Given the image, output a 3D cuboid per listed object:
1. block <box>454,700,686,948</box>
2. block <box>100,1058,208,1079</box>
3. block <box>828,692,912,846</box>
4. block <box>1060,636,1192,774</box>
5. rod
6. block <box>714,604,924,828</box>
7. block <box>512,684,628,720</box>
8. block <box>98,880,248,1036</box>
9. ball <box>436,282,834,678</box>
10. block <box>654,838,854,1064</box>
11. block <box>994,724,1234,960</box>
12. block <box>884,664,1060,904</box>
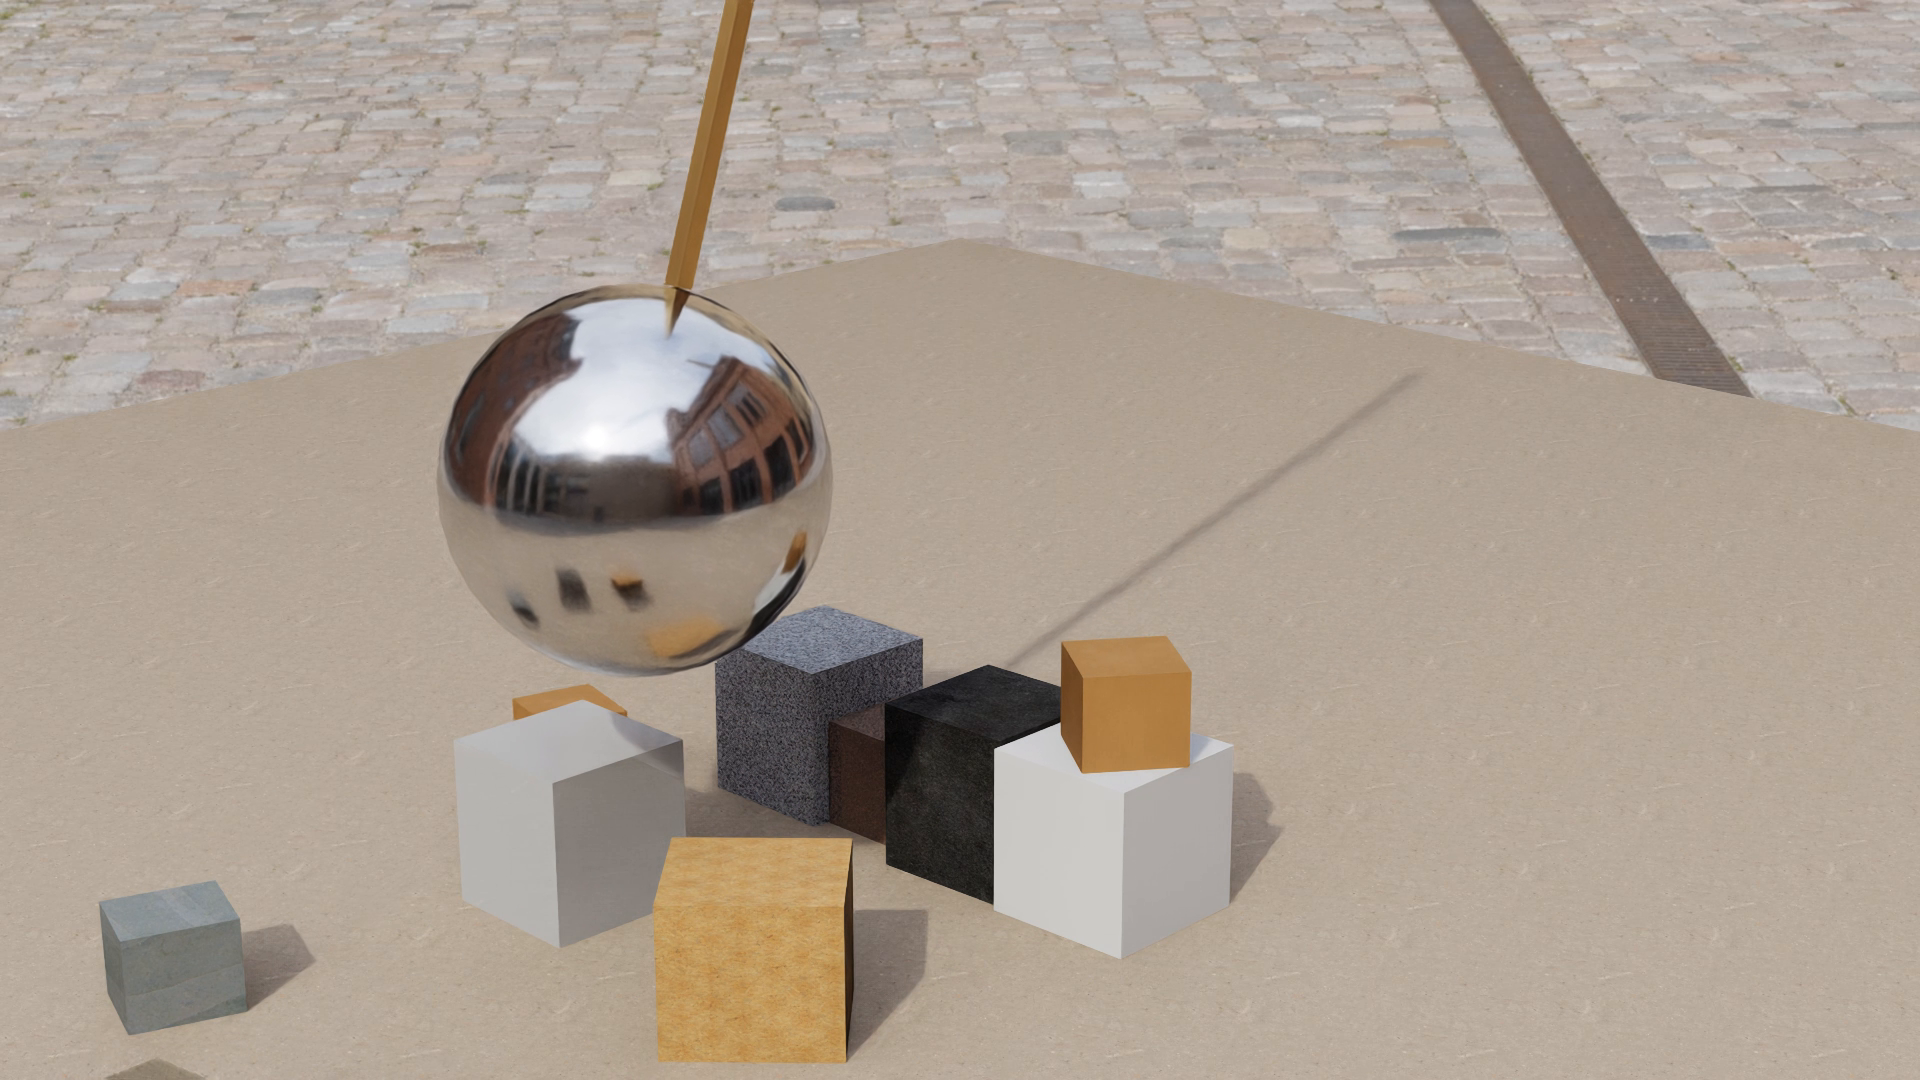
[{"bbox_3d":[-1.731,1.251,13.075,0.721,0.772,0.713,-17,24,-42],"label":"block"},{"bbox_3d":[-2.838,2.236,10.227,0.590,0.559,0.583,13,17,35],"label":"block"},{"bbox_3d":[-0.253,1.100,13.972,0.544,0.523,0.501,-17,24,-42],"label":"block"},{"bbox_3d":[0.718,0.713,12.772,0.473,0.438,0.473,-3,18,-9],"label":"block"},{"bbox_3d":[-0.569,-3.548,11.630,0.080,5.200,0.080,17,6,42],"label":"rod"},{"bbox_3d":[-0.687,0.848,14.352,0.723,0.777,0.711,-17,24,-42],"label":"block"},{"bbox_3d":[-1.925,0.999,14.507,0.413,0.394,0.454,-10,20,-30],"label":"block"},{"bbox_3d":[-3.261,1.726,12.150,0.483,0.421,0.430,-9,19,-25],"label":"block"},{"bbox_3d":[-1.313,-0.241,11.890,1.600,1.600,1.600,0,17,0],"label":"ball"},{"bbox_3d":[-0.825,1.660,11.925,0.749,0.682,0.676,0,17,1],"label":"block"},{"bbox_3d":[0.678,1.277,12.993,0.741,0.772,0.752,16,23,41],"label":"block"},{"bbox_3d":[0.154,1.114,13.473,0.702,0.795,0.706,15,23,40],"label":"block"}]
